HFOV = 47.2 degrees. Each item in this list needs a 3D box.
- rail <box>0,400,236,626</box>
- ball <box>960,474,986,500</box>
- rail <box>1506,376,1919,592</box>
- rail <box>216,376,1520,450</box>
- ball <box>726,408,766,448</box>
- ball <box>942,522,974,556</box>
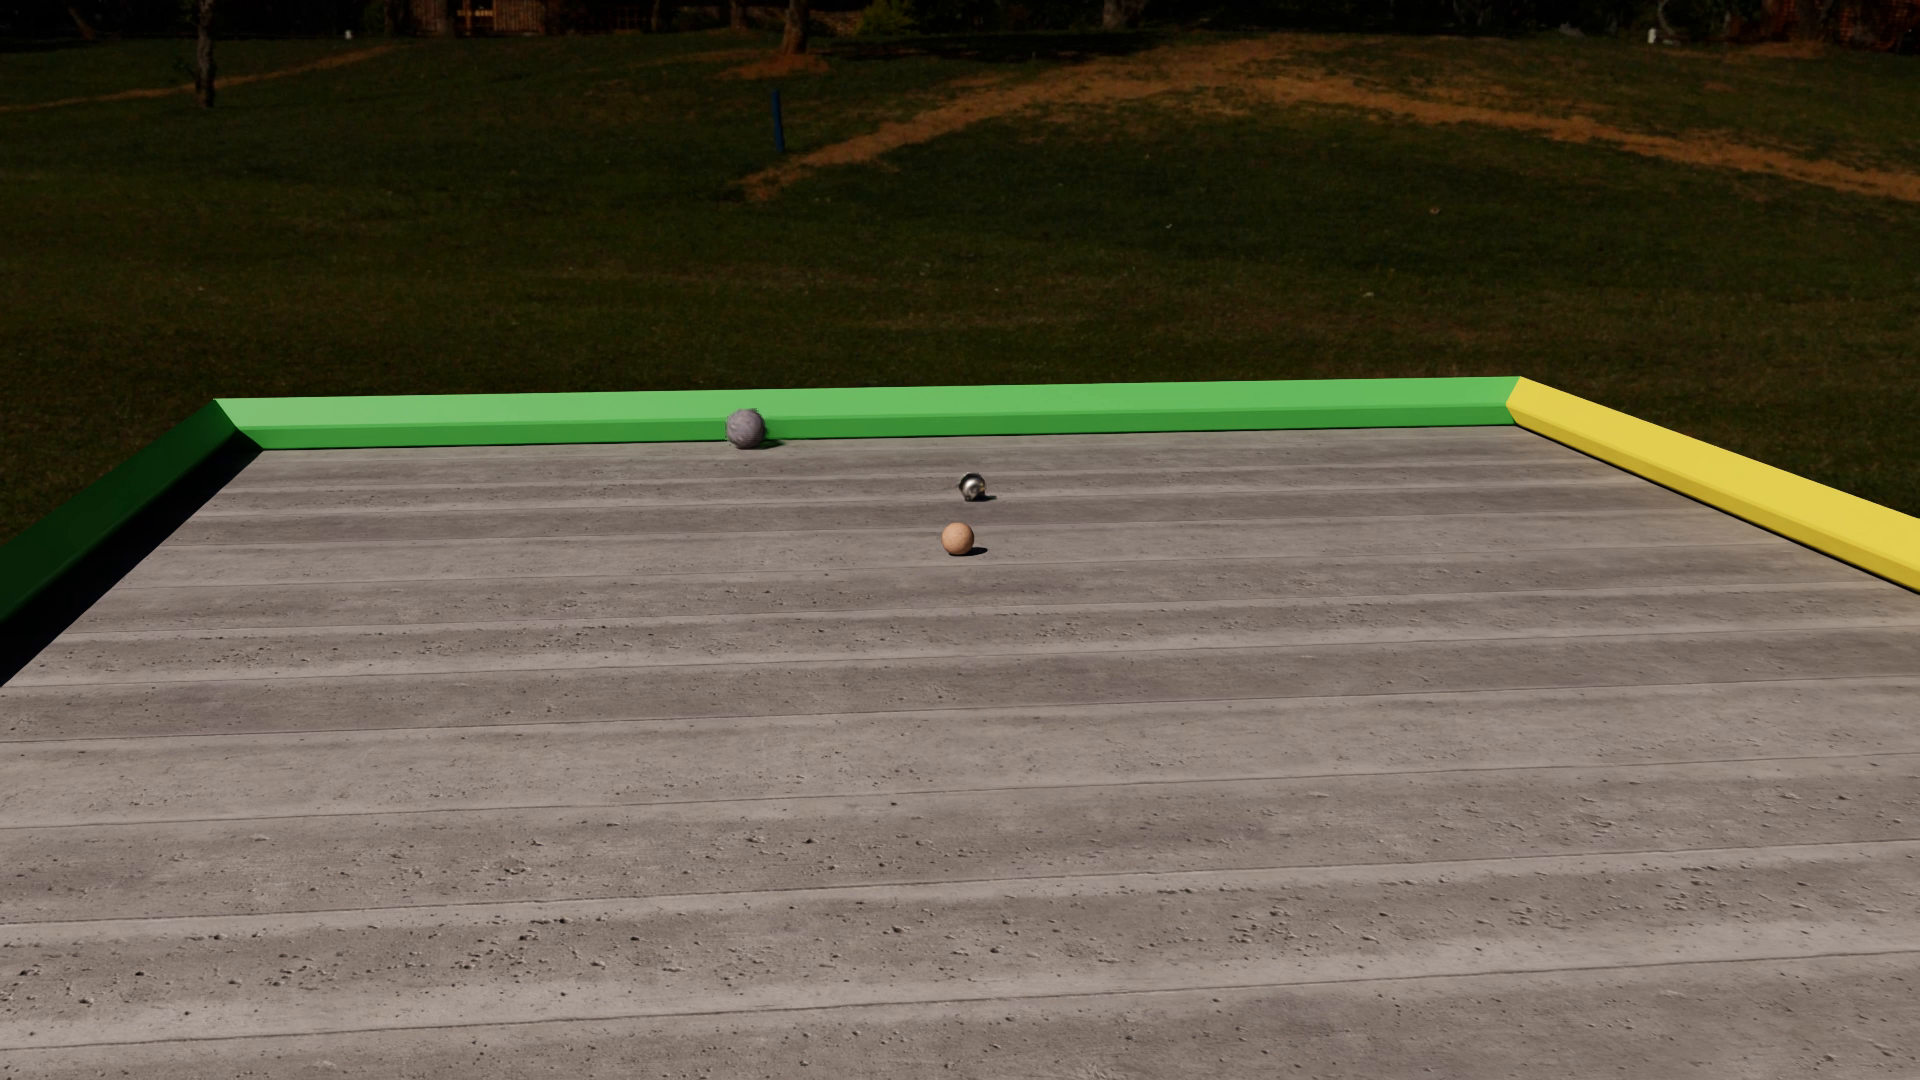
[{"bbox_3d":[-1.096,0.227,2.000,0.045,0.097,4.313,-1,12,-7],"label":"rail"},{"bbox_3d":[0.021,-0.087,3.618,0.045,0.045,0.045,0,12,0],"label":"ball"},{"bbox_3d":[1.362,0.164,2.299,0.045,0.097,4.313,-1,12,-7],"label":"rail"},{"bbox_3d":[-0.130,-0.241,4.220,2.524,0.097,0.045,-1,12,-7],"label":"rail"},{"bbox_3d":[-0.401,-0.209,4.123,0.075,0.075,0.075,0,12,0],"label":"ball"},{"bbox_3d":[-0.003,-0.002,3.207,0.048,0.048,0.048,0,12,0],"label":"ball"}]
